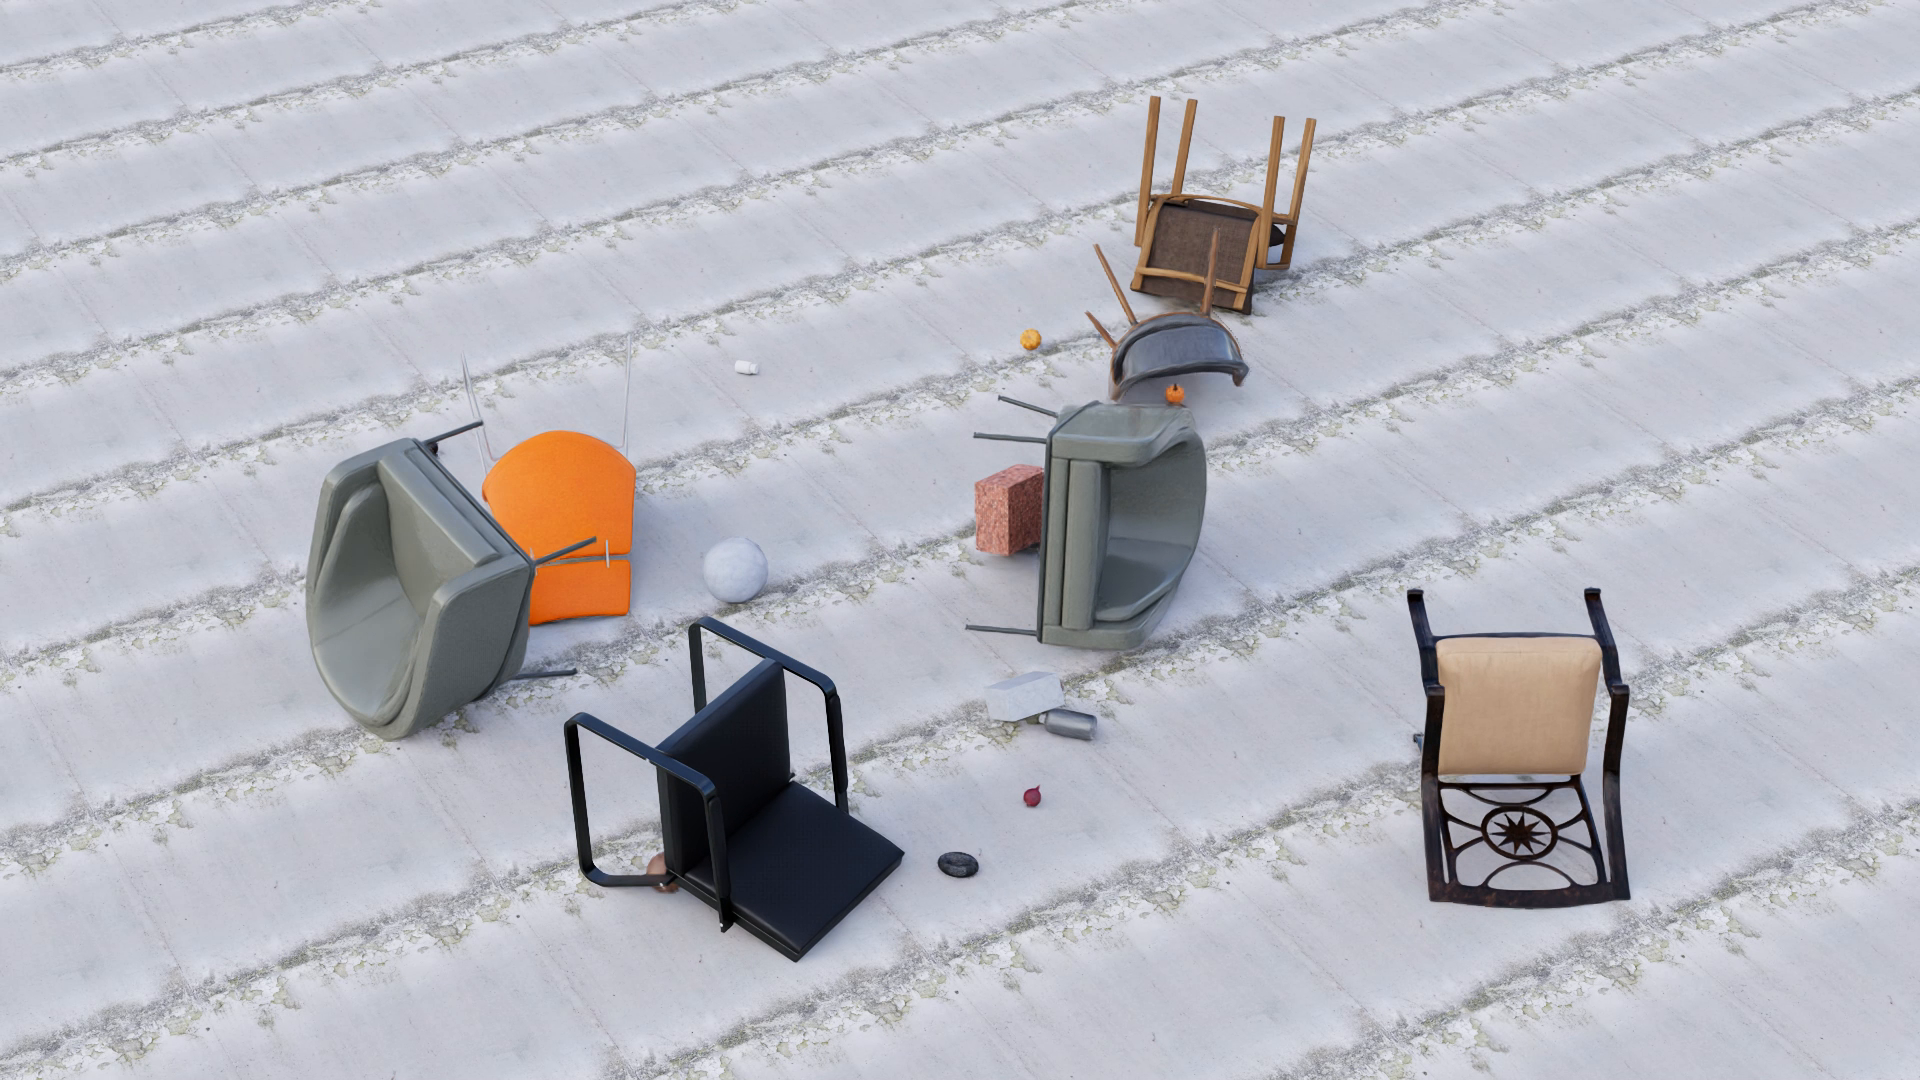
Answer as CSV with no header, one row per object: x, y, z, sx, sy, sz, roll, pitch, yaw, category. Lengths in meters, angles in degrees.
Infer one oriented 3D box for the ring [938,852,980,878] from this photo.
-0.005,1.034,9.336,0.136,0.044,0.099,9,33,16,ring

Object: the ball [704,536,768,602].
-0.807,0.106,10.569,0.236,0.236,0.236,0,33,0,ball

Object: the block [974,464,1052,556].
0.198,-0.114,10.809,0.142,0.258,0.301,10,20,32,block

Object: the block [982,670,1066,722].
0.217,0.530,9.974,0.205,0.110,0.177,-17,8,-24,block

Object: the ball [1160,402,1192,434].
0.849,-0.479,11.554,0.129,0.129,0.129,0,33,0,ball
